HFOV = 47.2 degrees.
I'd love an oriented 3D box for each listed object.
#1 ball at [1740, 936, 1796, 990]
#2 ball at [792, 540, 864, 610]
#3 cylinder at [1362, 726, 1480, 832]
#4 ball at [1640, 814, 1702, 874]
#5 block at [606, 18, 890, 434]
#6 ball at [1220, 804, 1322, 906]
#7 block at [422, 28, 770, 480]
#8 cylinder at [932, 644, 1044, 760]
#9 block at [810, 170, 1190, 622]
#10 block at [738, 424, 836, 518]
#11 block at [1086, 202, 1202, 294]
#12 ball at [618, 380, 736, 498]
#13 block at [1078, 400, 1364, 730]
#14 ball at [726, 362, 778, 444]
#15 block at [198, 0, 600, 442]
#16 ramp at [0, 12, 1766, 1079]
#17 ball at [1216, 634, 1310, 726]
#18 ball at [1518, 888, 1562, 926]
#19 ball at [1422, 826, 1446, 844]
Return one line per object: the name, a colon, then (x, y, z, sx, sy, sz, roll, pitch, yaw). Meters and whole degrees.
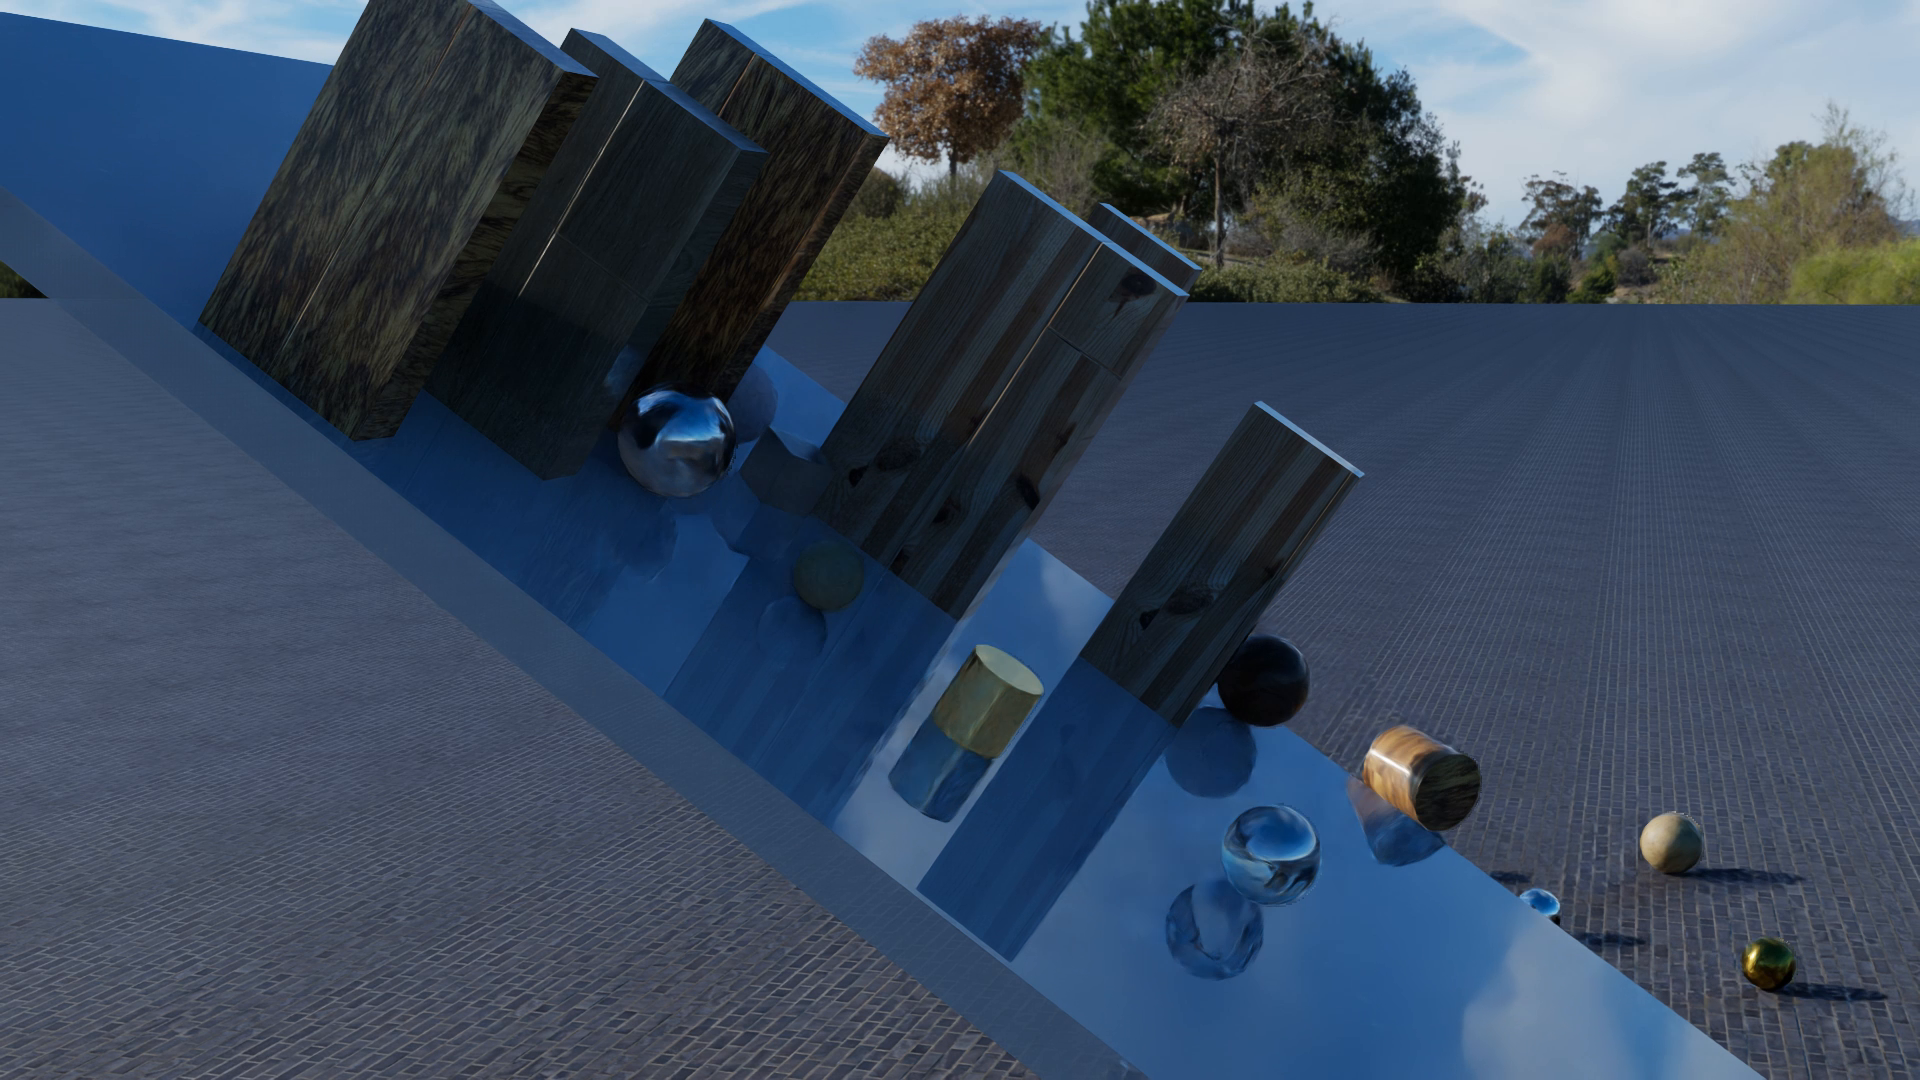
ball: (2.095, 1.098, 5.701, 0.135, 0.135, 0.135, 0, 7, 0)
ball: (-0.227, 0.061, 3.815, 0.124, 0.124, 0.124, 0, 7, 0)
cylinder: (1.051, 0.542, 5.017, 0.186, 0.186, 0.186, -4, 18, -29)
ball: (2.203, 0.939, 6.809, 0.185, 0.185, 0.185, 0, 7, 0)
block: (-0.477, -0.530, 3.986, 0.369, 0.716, 0.114, 36, 15, 10)
ball: (0.538, 0.544, 3.805, 0.173, 0.173, 0.173, 0, 7, 0)
block: (-0.633, -0.463, 3.609, 0.351, 0.639, 0.120, 36, 15, 10)
cylinder: (0.046, 0.272, 3.702, 0.138, 0.138, 0.138, 31, 15, -10)
block: (0.050, -0.272, 4.206, 0.415, 0.751, 0.112, 36, 15, 10)
block: (-0.331, -0.131, 4.213, 0.112, 0.112, 0.112, 20, 20, -41)
block: (0.200, -0.335, 4.706, 0.247, 0.751, 0.093, 36, 15, 10)
ball: (-0.495, -0.177, 3.845, 0.204, 0.204, 0.204, 0, 7, 0)
block: (0.521, 0.052, 4.415, 0.253, 0.626, 0.087, 36, 15, 10)
ball: (-0.440, -0.271, 4.307, 0.167, 0.167, 0.167, 0, 7, 0)
block: (-0.846, -0.508, 3.295, 0.320, 0.647, 0.111, 36, 15, 10)
ramp: (-0.110, 0.189, 4.091, 4.000, 0.100, 2.000, 36, 15, 10)
ball: (0.652, 0.302, 4.730, 0.200, 0.200, 0.200, 0, 7, 0)
ball: (1.618, 1.043, 6.157, 0.134, 0.134, 0.134, 0, 7, 0)
ball: (1.430, 0.958, 6.803, 0.150, 0.150, 0.150, 0, 7, 0)
